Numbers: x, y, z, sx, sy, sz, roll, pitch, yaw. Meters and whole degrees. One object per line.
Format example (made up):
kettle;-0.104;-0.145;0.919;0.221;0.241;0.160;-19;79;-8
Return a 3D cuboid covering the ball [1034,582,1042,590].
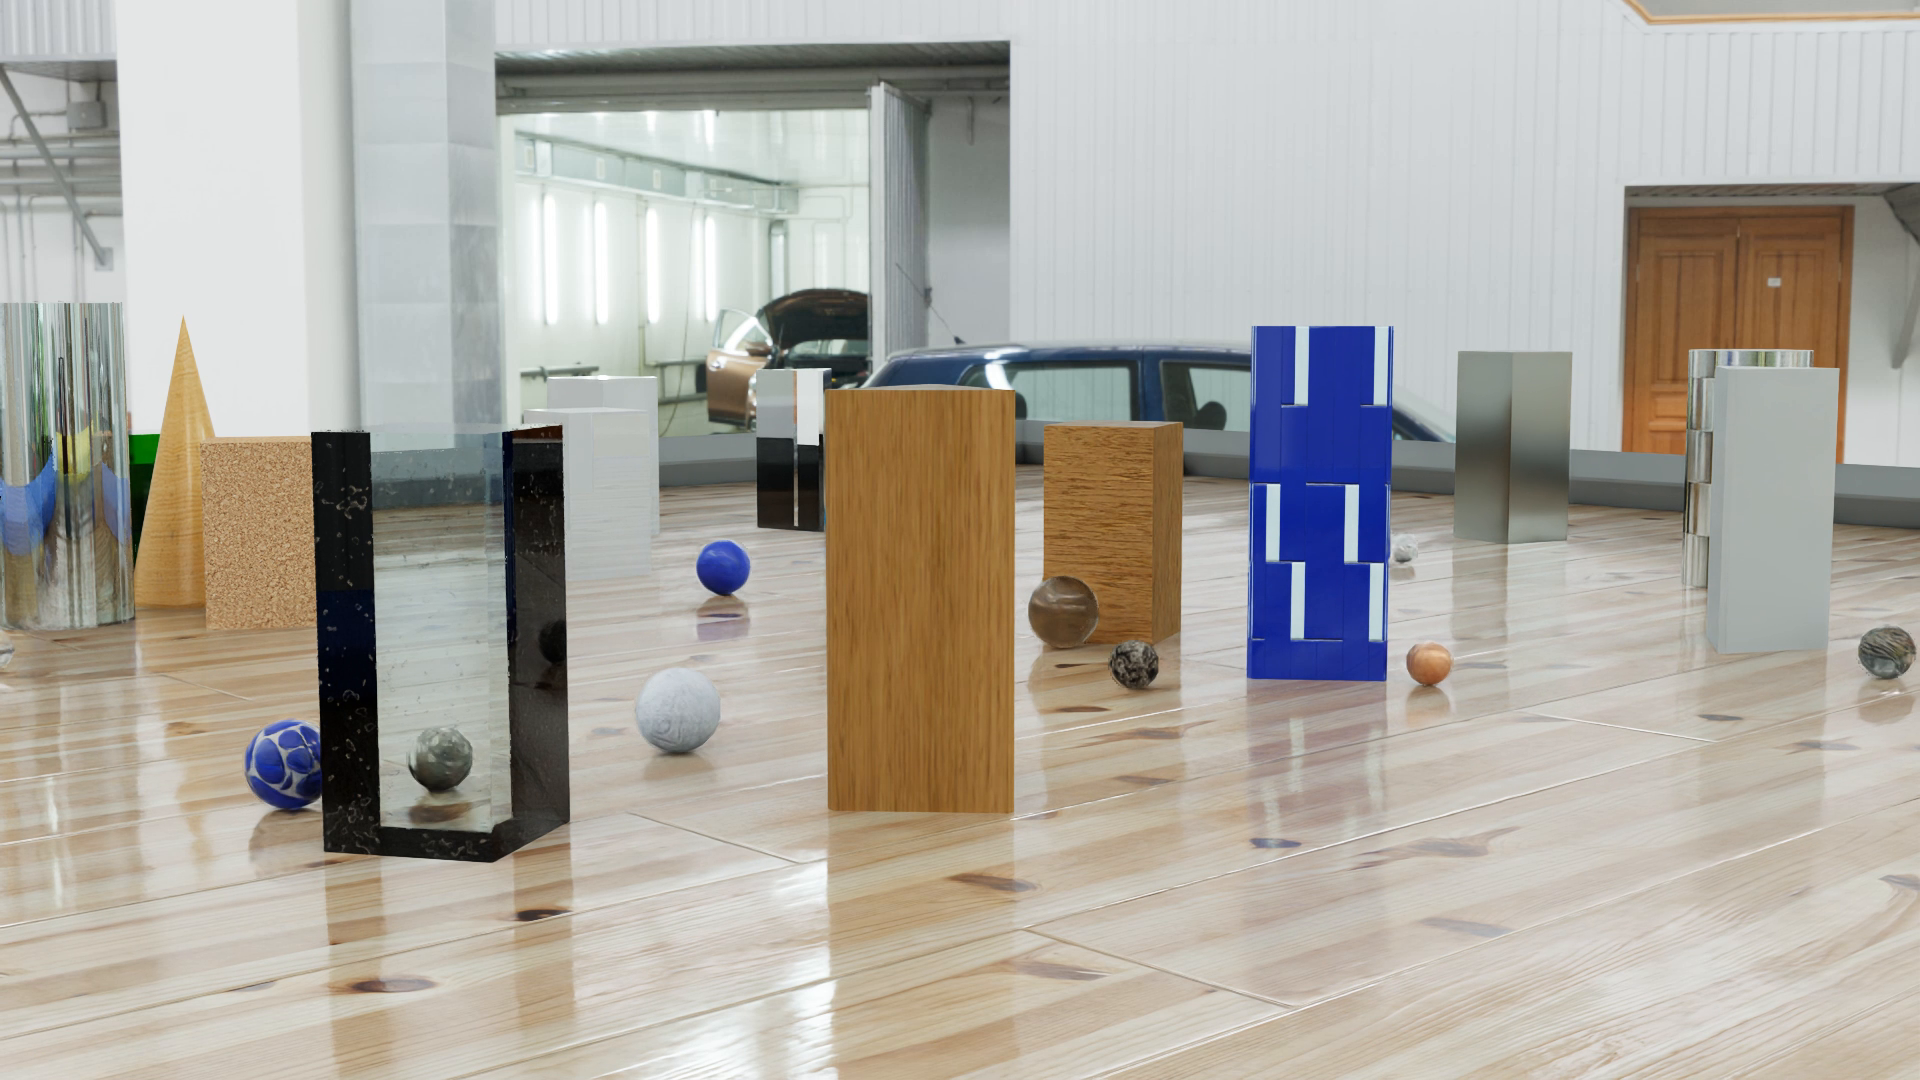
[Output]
ball;0.129;0.085;3.167;0.053;0.053;0.053;0;6;0

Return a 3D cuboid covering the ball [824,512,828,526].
ball;-0.241;-0.041;4.361;0.054;0.054;0.054;0;6;0

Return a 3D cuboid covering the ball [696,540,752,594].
ball;-0.368;0.042;3.420;0.086;0.086;0.086;0;6;0

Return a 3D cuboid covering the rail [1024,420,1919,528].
rail;1.574;-0.121;4.777;0.045;0.122;4.154;-6;8;-42

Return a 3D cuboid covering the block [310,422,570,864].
block;-0.431;0.079;1.841;0.151;0.345;0.151;2;6;14

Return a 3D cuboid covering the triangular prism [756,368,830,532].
triangular prism;-0.305;-0.186;4.462;0.163;0.320;0.141;4;7;33

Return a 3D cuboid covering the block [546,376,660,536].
block;-0.697;-0.163;4.300;0.151;0.309;0.151;4;7;35

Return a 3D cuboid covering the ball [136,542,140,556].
ball;-1.334;0.022;3.664;0.074;0.074;0.074;0;6;0

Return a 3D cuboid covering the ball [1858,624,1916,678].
ball;1.116;0.134;2.648;0.064;0.064;0.064;0;6;0

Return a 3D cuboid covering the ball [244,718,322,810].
ball;-0.596;0.199;1.959;0.080;0.080;0.080;0;6;0

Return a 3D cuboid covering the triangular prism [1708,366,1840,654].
triangular prism;1.041;-0.045;2.912;0.163;0.366;0.141;-2;6;-17

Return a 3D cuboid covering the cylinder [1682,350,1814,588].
cylinder;1.263;-0.116;3.529;0.188;0.377;0.188;0;6;0

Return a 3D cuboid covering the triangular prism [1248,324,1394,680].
triangular prism;0.437;-0.050;2.687;0.163;0.423;0.141;1;6;7

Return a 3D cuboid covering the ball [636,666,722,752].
ball;-0.283;0.170;2.208;0.086;0.086;0.086;0;6;0

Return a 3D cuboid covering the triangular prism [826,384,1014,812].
triangular prism;-0.030;0.048;2.001;0.163;0.373;0.141;0;6;4

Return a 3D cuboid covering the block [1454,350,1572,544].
block;1.061;-0.182;4.225;0.151;0.361;0.151;-3;7;-29

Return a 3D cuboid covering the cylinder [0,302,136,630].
cylinder;-1.275;-0.109;3.109;0.188;0.451;0.188;0;6;0

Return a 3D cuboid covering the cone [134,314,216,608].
cone;-1.168;-0.124;3.329;0.188;0.435;0.188;0;6;0

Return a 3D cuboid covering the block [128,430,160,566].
block;-1.390;-0.072;3.806;0.151;0.231;0.151;-4;7;-31

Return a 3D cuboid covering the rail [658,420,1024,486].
rail;-1.393;-0.127;4.833;4.331;0.122;0.045;-6;8;-42

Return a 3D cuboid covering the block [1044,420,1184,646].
block;0.208;-0.013;2.980;0.151;0.288;0.151;2;6;20

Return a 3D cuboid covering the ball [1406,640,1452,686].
ball;0.554;0.145;2.600;0.053;0.053;0.053;0;6;0

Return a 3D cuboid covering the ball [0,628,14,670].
ball;-1.184;0.133;2.675;0.061;0.061;0.061;0;6;0

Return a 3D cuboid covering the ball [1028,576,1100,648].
ball;0.136;0.094;2.887;0.094;0.094;0.094;0;6;0

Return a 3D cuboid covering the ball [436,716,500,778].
ball;-0.467;0.196;2.088;0.059;0.059;0.059;0;6;0

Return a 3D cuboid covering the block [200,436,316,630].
block;-0.990;-0.014;3.122;0.151;0.259;0.151;-2;6;-15

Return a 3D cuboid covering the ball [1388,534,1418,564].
ball;0.773;0.014;3.842;0.052;0.052;0.052;0;6;0

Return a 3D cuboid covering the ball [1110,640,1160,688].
ball;0.205;0.146;2.578;0.057;0.057;0.057;0;6;0

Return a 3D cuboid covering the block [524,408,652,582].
block;-0.622;-0.080;3.674;0.151;0.274;0.151;-5;8;-39
